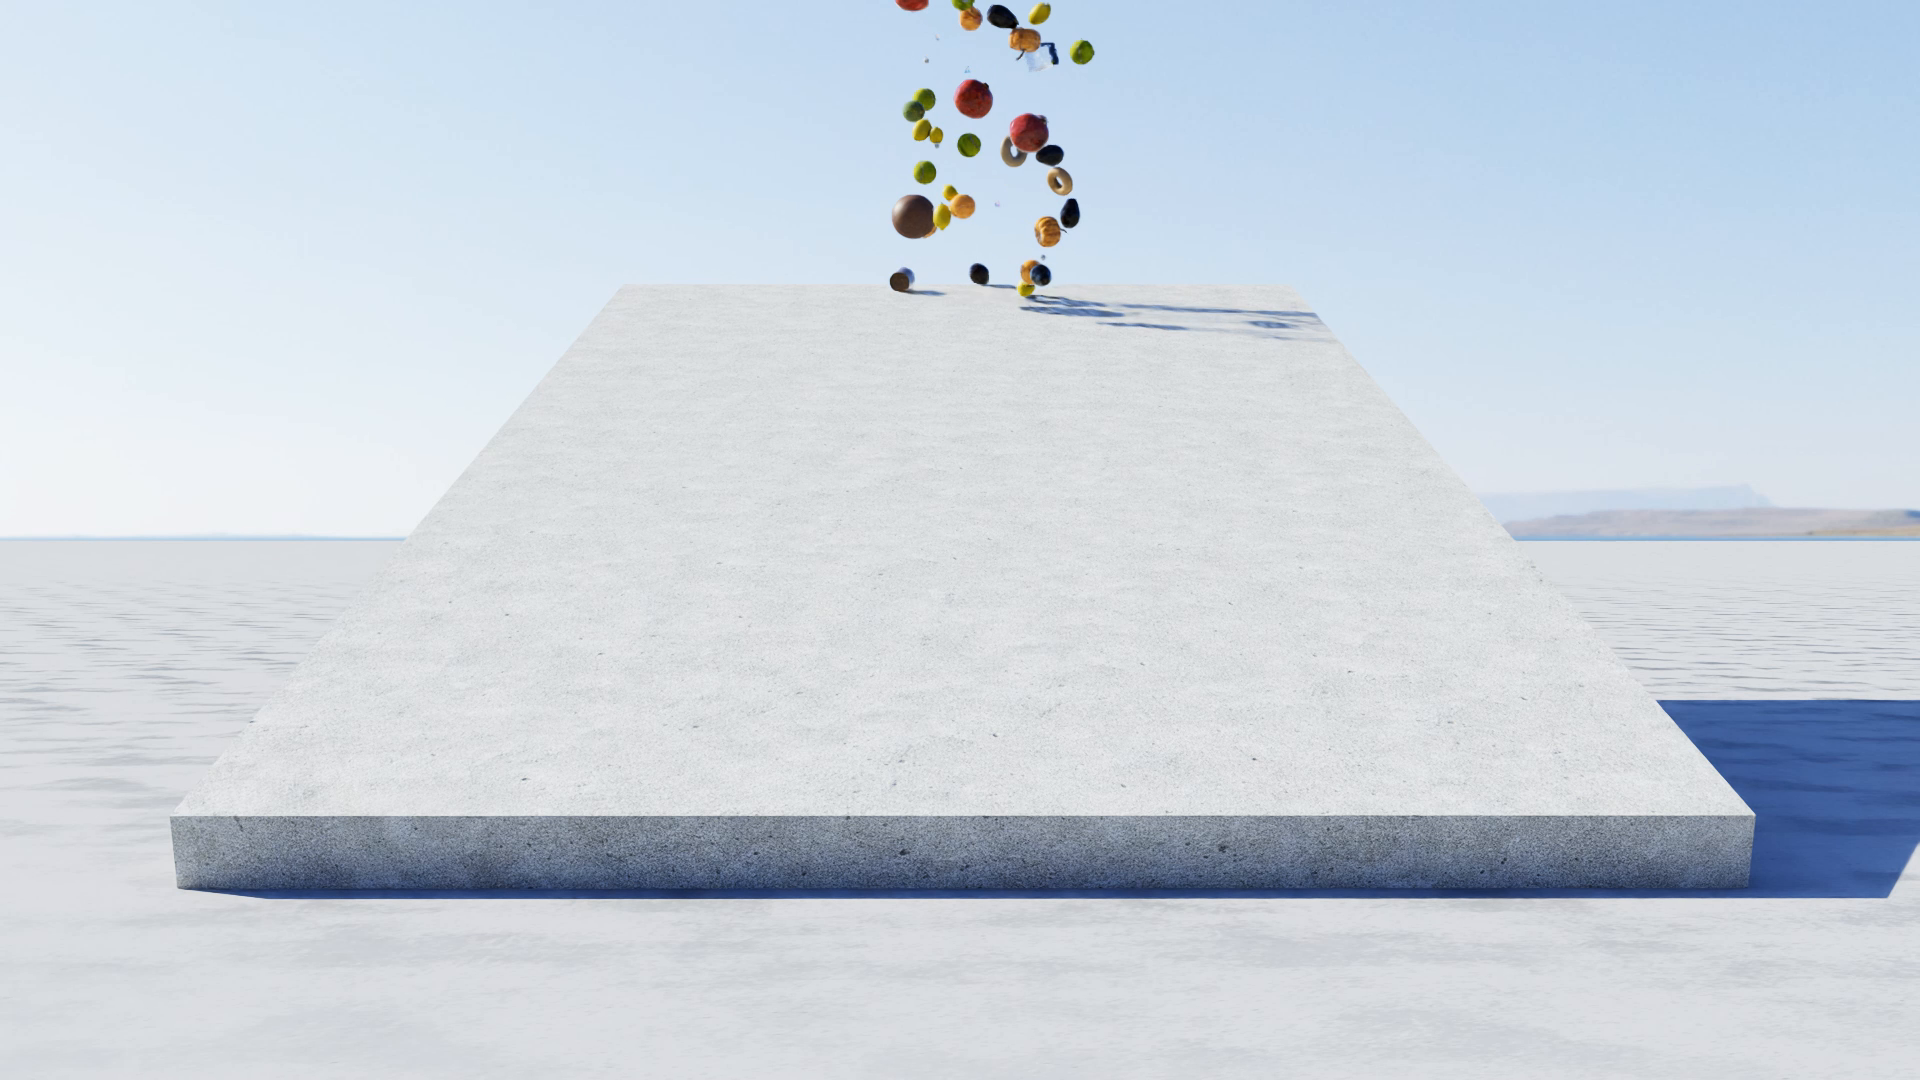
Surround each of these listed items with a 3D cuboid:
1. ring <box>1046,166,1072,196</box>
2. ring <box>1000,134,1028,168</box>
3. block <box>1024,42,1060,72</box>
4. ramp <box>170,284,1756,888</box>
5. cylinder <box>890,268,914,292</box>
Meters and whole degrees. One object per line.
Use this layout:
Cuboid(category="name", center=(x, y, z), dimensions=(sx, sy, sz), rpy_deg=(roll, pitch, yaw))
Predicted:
Cuboid(category="ring", center=(0.284, -1.023, 6.300), dimensions=(0.030, 0.089, 0.089), rpy_deg=(-40, 24, -32))
Cuboid(category="ring", center=(0.158, -1.138, 6.452), dimensions=(0.099, 0.099, 0.033), rpy_deg=(0, 4, -40))
Cuboid(category="block", center=(0.234, -1.384, 6.332), dimensions=(0.064, 0.064, 0.064), rpy_deg=(-14, 2, -36))
Cuboid(category="ramp", center=(-0.002, -0.162, 4.721), dimensions=(2.000, 0.100, 4.000), rpy_deg=(0, 16, 0))
Cuboid(category="cylinder", center=(-0.170, -0.766, 6.506), dimensions=(0.062, 0.062, 0.062), rpy_deg=(0, 20, 15))
